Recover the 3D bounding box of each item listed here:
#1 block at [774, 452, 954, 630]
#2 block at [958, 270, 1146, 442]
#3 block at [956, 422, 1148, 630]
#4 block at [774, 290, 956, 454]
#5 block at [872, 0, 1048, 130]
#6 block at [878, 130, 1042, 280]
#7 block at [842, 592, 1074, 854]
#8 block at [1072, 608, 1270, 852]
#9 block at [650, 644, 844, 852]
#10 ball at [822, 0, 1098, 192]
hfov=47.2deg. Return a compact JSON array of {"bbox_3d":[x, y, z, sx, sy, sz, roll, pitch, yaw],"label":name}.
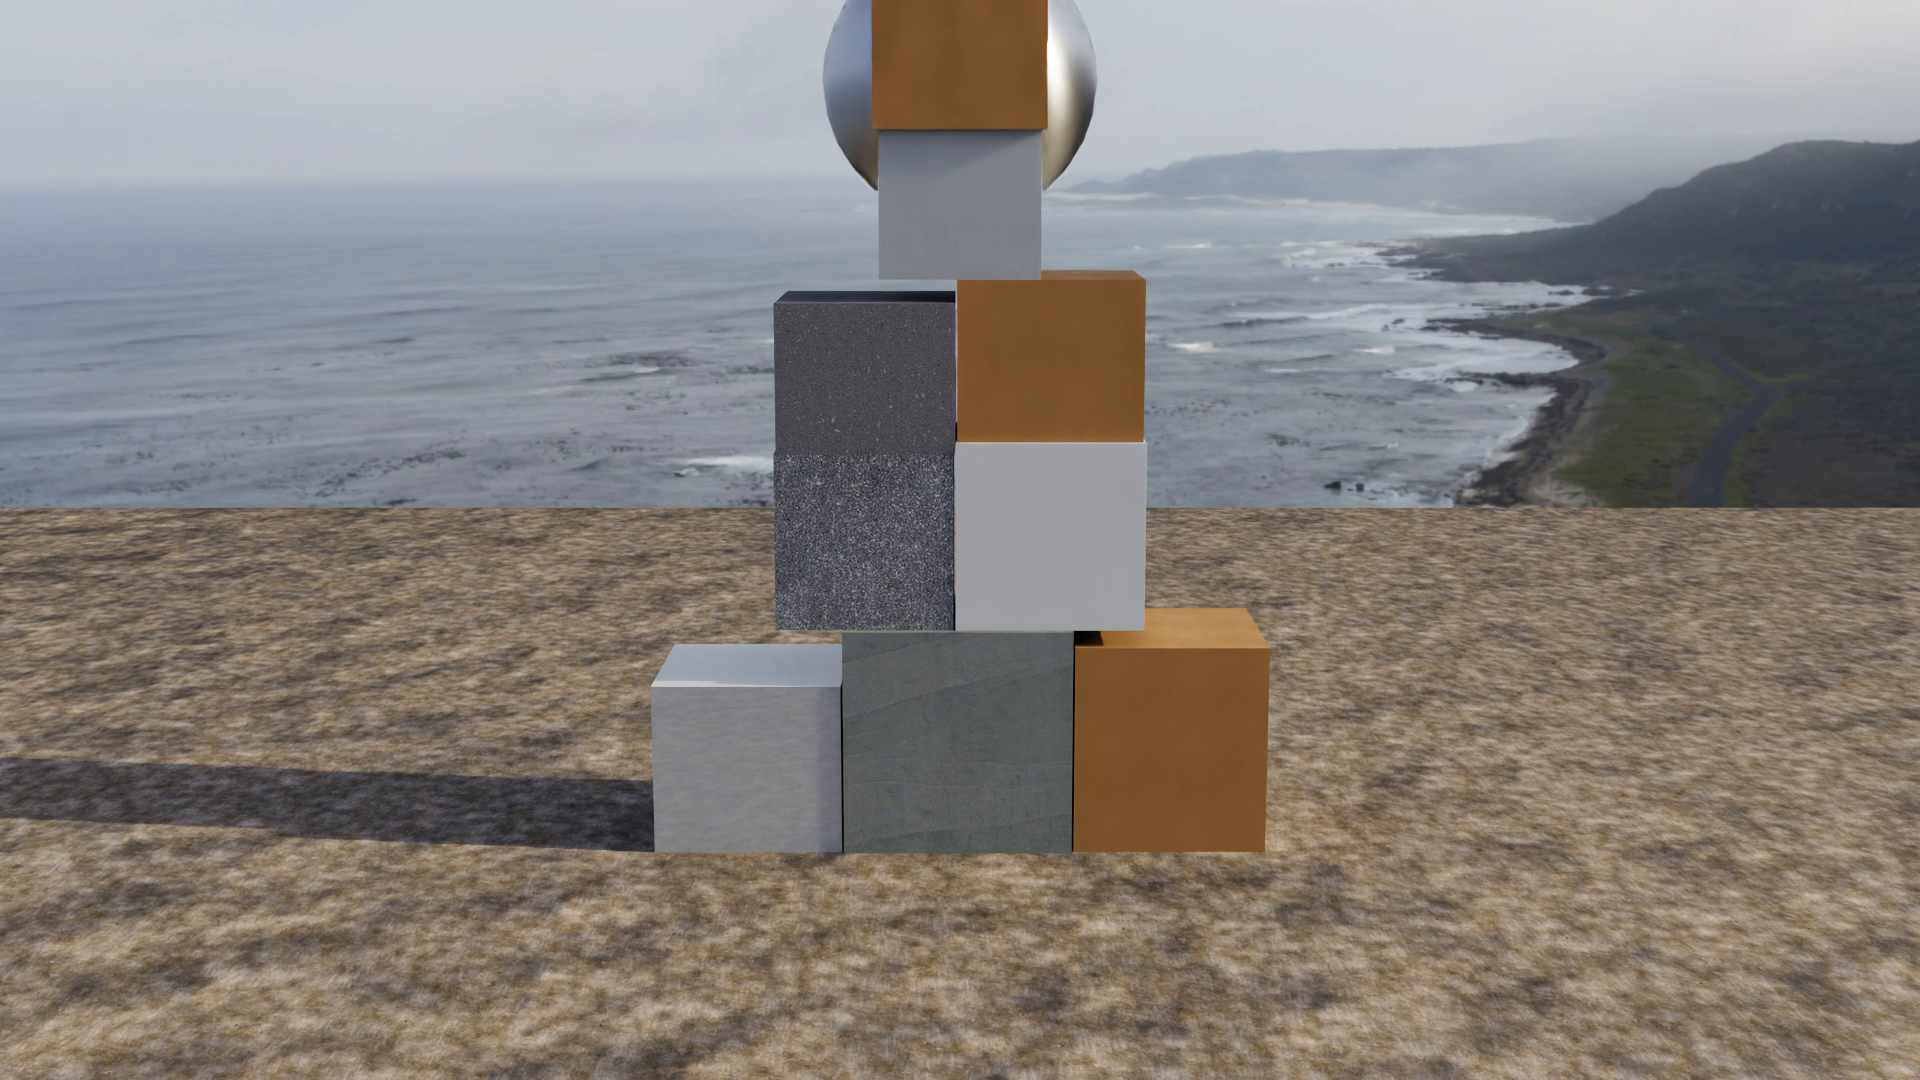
[{"bbox_3d":[-0.469,-0.060,11.153,0.874,0.872,0.837,0,10,0],"label":"block"},{"bbox_3d":[0.440,-0.934,11.028,0.906,0.786,0.809,0,10,0],"label":"block"},{"bbox_3d":[0.442,-0.086,11.144,0.928,0.926,0.846,0,10,0],"label":"block"},{"bbox_3d":[-0.458,-0.854,11.043,0.871,0.731,0.908,0,10,0],"label":"block"},{"bbox_3d":[0.000,-2.460,10.736,0.827,0.896,0.863,0,10,0],"label":"block"},{"bbox_3d":[0.000,-1.665,10.858,0.779,0.713,0.692,0,10,0],"label":"block"},{"bbox_3d":[-0.011,0.922,11.344,1.135,1.128,0.972,0,10,0],"label":"block"},{"bbox_3d":[1.045,0.961,11.362,0.957,1.043,0.940,0,10,0],"label":"block"},{"bbox_3d":[-1.056,1.058,11.368,0.936,0.851,0.936,0,10,0],"label":"block"},{"bbox_3d":[0.000,-2.668,12.804,1.600,1.600,1.600,0,10,0],"label":"ball"}]
